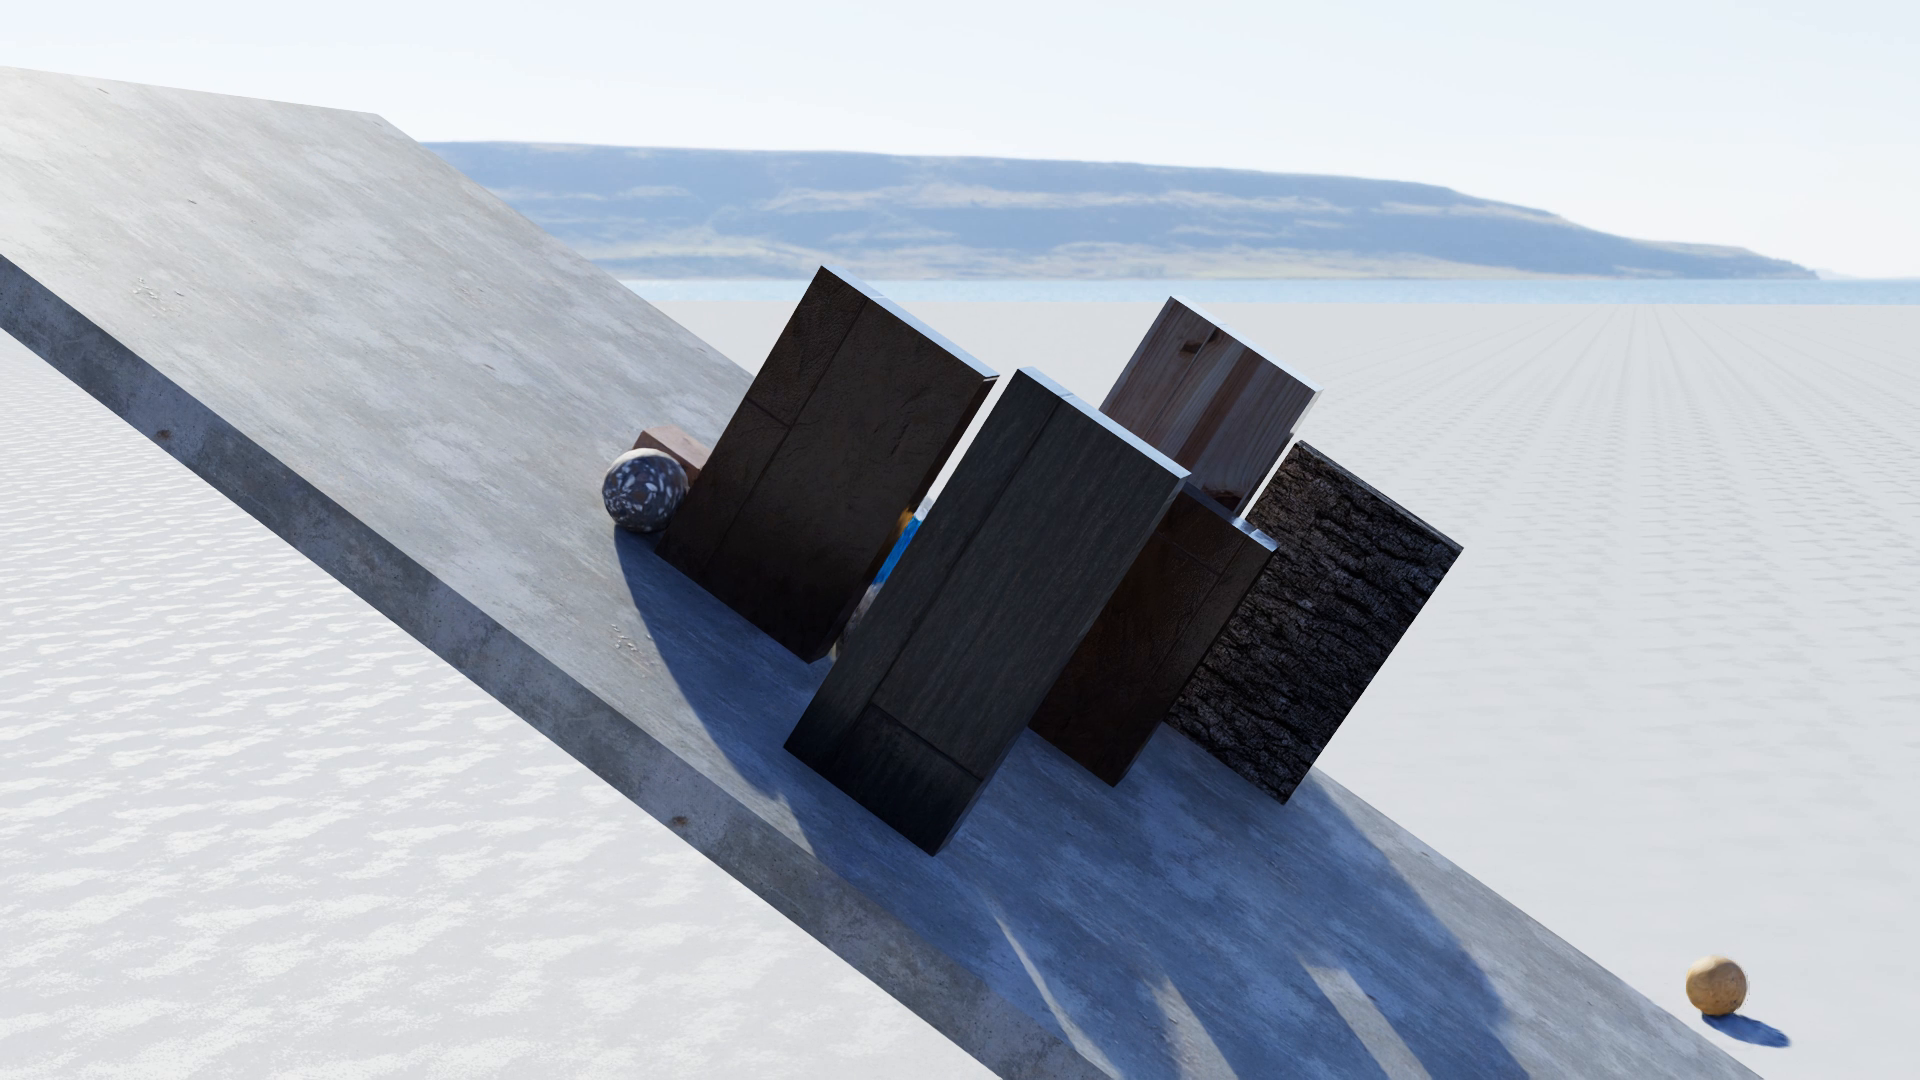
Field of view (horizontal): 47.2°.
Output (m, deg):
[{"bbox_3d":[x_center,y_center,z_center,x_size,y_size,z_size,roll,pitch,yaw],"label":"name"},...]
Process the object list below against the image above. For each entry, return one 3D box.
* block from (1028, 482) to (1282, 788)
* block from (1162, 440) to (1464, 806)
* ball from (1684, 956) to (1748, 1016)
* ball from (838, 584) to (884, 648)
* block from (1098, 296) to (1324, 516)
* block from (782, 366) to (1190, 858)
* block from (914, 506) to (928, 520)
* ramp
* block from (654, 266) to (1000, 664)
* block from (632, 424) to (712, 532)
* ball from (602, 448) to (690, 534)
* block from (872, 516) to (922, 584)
[{"bbox_3d":[0.293,0.135,4.053,0.347,0.531,0.104,35,15,10],"label":"block"},{"bbox_3d":[0.684,0.170,4.517,0.394,0.636,0.094,35,15,10],"label":"block"},{"bbox_3d":[1.892,1.115,5.504,0.149,0.149,0.149,0,7,0],"label":"ball"},{"bbox_3d":[-0.141,0.151,3.873,0.151,0.151,0.151,0,7,0],"label":"ball"},{"bbox_3d":[0.347,-0.056,4.280,0.330,0.781,0.115,35,15,10],"label":"block"},{"bbox_3d":[0.033,0.110,3.297,0.287,0.694,0.082,35,15,10],"label":"block"},{"bbox_3d":[-0.106,0.010,4.449,0.122,0.122,0.122,42,18,33],"label":"block"},{"bbox_3d":[-0.139,0.232,4.106,4.000,0.100,2.000,35,15,10],"label":"ramp"},{"bbox_3d":[-0.231,-0.128,3.739,0.338,0.584,0.087,35,15,10],"label":"block"},{"bbox_3d":[-0.524,-0.111,3.976,0.134,0.134,0.134,35,15,10],"label":"block"},{"bbox_3d":[-0.545,-0.085,3.820,0.150,0.150,0.150,0,7,0],"label":"ball"},{"bbox_3d":[-0.145,0.031,4.072,0.181,0.181,0.181,30,-2,17],"label":"block"}]
